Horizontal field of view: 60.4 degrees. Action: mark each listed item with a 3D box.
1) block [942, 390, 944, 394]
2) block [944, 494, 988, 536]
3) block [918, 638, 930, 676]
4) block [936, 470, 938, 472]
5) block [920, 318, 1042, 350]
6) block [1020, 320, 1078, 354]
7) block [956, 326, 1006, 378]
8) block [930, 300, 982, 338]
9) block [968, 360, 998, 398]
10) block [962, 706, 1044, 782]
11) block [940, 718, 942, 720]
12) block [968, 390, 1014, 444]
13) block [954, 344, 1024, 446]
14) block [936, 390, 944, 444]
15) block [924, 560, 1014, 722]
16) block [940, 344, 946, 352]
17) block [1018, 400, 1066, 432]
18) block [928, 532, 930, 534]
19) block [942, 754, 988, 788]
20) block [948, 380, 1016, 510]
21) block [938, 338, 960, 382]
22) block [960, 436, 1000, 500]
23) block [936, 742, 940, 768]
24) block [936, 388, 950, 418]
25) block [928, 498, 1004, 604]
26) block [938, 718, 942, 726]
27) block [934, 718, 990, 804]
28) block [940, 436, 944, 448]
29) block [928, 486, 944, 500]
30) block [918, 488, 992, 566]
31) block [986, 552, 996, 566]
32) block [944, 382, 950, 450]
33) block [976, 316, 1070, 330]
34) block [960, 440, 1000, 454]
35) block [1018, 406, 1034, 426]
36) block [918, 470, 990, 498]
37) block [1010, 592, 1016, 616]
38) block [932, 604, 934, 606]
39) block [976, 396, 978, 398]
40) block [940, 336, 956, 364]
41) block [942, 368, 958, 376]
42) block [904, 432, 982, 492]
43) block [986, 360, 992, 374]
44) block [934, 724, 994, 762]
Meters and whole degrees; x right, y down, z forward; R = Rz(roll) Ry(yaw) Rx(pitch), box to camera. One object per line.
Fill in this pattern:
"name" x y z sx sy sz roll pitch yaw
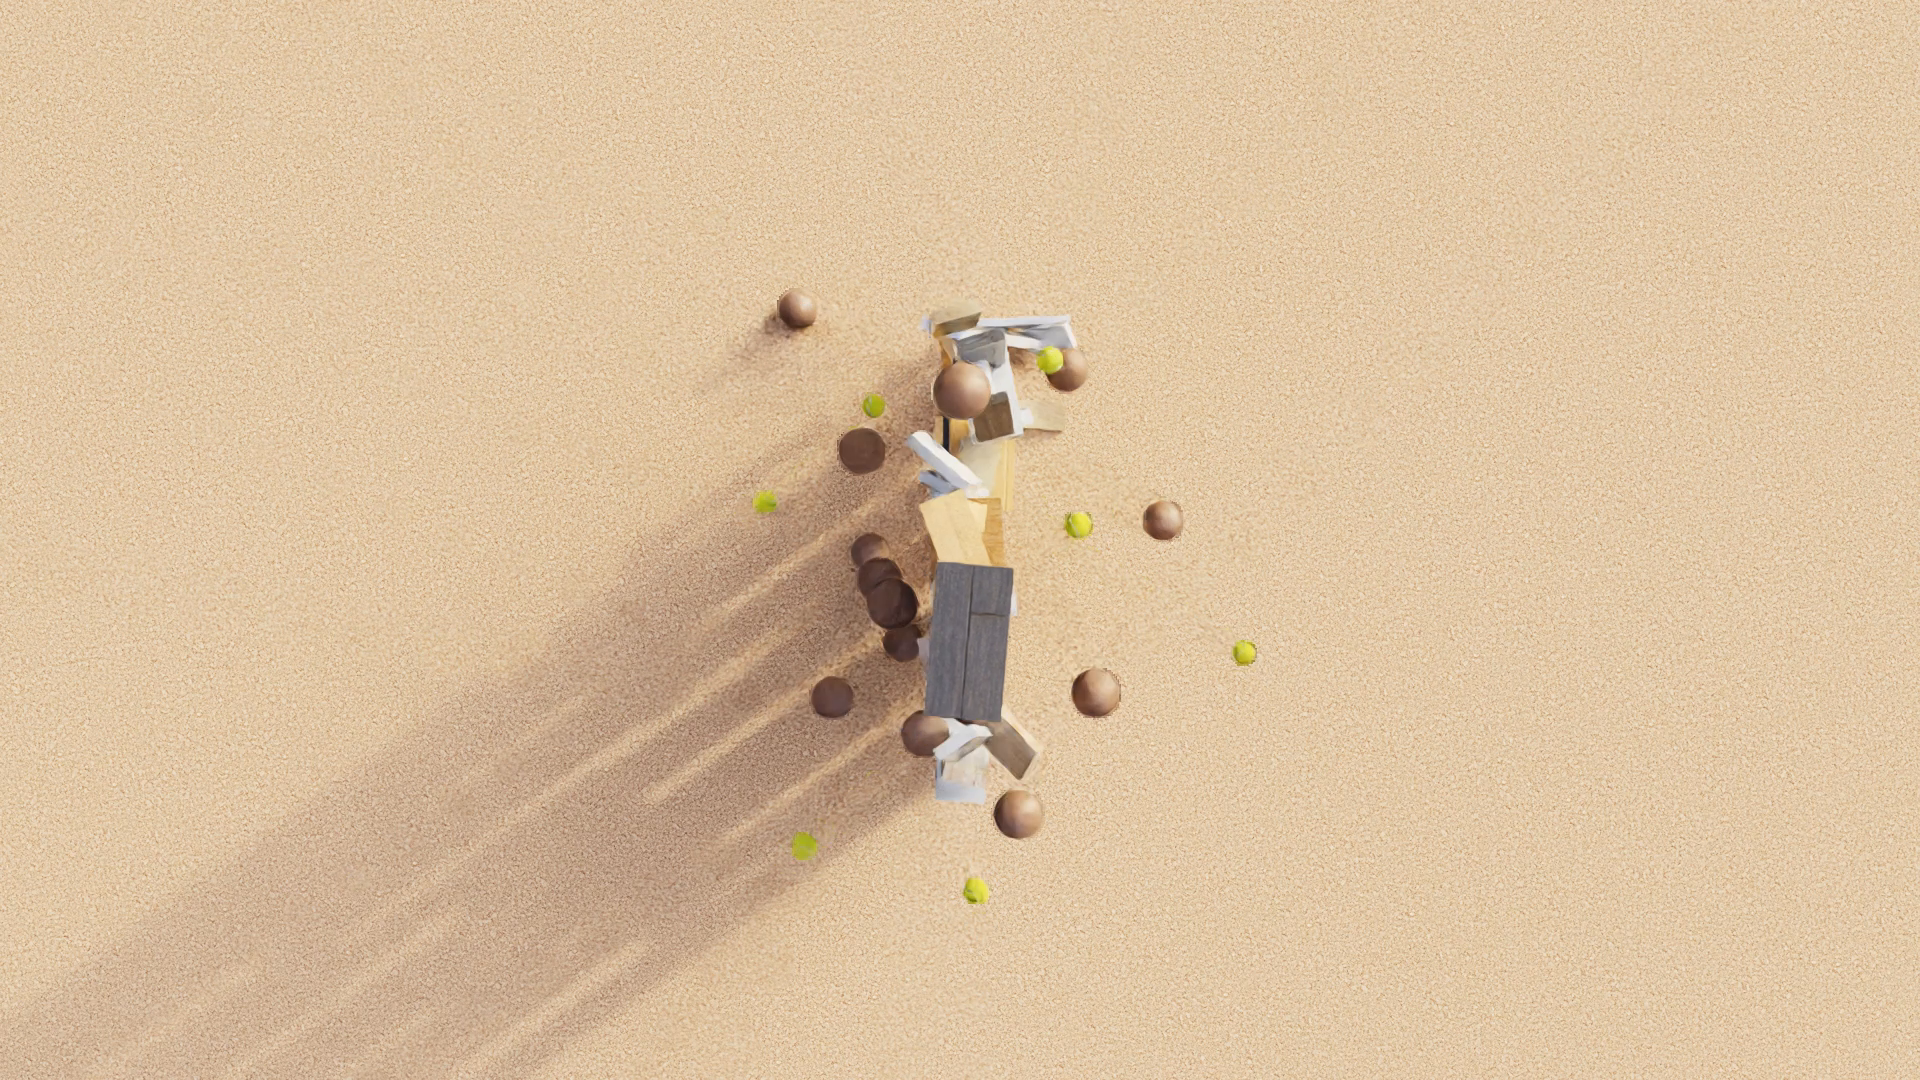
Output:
"block" 0.000 -0.437 5.052 0.108 0.217 0.031 -1 91 0
"block" 0.005 -0.050 3.966 0.109 0.218 0.031 15 109 -2
"block" -0.004 0.295 4.106 0.173 0.754 0.049 -6 81 0
"block" -0.004 -0.128 4.832 0.127 0.036 0.254 -1 90 0
"block" 0.085 -0.596 4.808 0.114 1.275 0.032 17 99 10
"block" 0.292 -0.663 5.413 0.026 0.180 0.090 -50 123 -38
"block" 0.051 -0.457 4.023 0.114 0.228 0.032 -18 81 -1
"block" -0.013 -0.542 4.051 0.114 0.228 0.032 -16 89 -3
"block" 0.055 -0.389 4.025 0.048 0.014 0.095 -17 80 -2
"block" 0.113 0.520 4.400 0.236 0.033 0.118 44 128 24
"block" 0.016 0.496 4.754 0.139 0.278 0.039 6 90 -1
"block" 0.078 -0.298 4.014 0.094 0.188 0.027 -16 68 0
"block" 0.071 -0.376 4.145 0.131 0.037 0.261 -10 80 -2
"block" -0.003 -0.321 5.182 0.149 0.042 0.297 0 90 0
"block" 0.019 0.227 3.705 0.173 0.049 0.346 5 91 -1
"block" -0.014 -0.593 4.828 0.050 0.014 0.099 24 101 -9
"block" 0.258 -0.415 5.487 0.180 0.026 0.090 6 90 0
"block" 0.010 -0.039 4.305 0.180 0.359 0.051 -2 90 -2
"block" 0.012 0.611 4.411 0.118 0.328 0.033 13 90 -1
"block" 0.059 -0.255 4.438 0.174 0.049 0.347 1 91 -4
"block" -0.025 -0.526 5.106 0.049 0.558 0.014 -6 75 1
"block" 0.043 -0.167 4.210 0.094 0.027 0.187 8 90 -3
"block" -0.001 0.688 5.058 0.139 0.883 0.039 0 89 0
"block" 0.036 -0.380 4.685 0.174 0.446 0.049 7 90 -6
"block" 0.020 0.079 4.100 0.180 0.051 0.359 -2 90 -2
"block" -0.001 0.442 5.198 0.141 0.040 0.282 -1 90 0
"block" 0.011 0.587 4.595 0.139 0.039 0.278 5 90 -1
"block" -0.002 -0.297 5.052 0.108 0.217 0.031 1 90 0
"block" 0.003 -0.130 4.637 0.174 0.347 0.049 -1 90 -3
"block" -0.007 0.002 3.841 0.109 0.031 0.218 -20 89 -2
"block" 0.026 0.061 3.965 0.109 0.218 0.031 1 100 -2
"block" 0.004 -0.361 4.927 0.108 0.031 0.217 0 90 0
"block" 0.206 -0.717 5.444 0.307 0.090 0.026 -2 89 4
"block" 0.049 -0.235 4.318 0.094 0.187 0.027 5 100 -3
"block" 0.105 -0.306 4.284 0.131 0.261 0.037 -19 97 -4
"block" -0.012 -0.135 4.052 0.094 0.272 0.027 26 98 17
"block" 0.037 0.146 3.903 0.173 0.346 0.049 -2 91 -2
"block" -0.002 0.126 5.129 0.173 0.049 0.347 0 90 0
"block" 0.068 -0.344 4.072 0.048 0.095 0.014 -18 56 -5
"block" 0.023 -0.513 4.511 0.131 0.643 0.037 27 100 -10
"block" -0.010 -0.506 4.943 0.050 0.099 0.014 -7 101 -21
"block" -0.039 -0.187 3.943 0.188 0.094 0.027 41 108 11
"block" 0.054 -0.404 4.083 0.048 0.095 0.014 -23 61 -4
"block" 0.010 0.527 4.282 0.118 0.236 0.033 -35 77 5
